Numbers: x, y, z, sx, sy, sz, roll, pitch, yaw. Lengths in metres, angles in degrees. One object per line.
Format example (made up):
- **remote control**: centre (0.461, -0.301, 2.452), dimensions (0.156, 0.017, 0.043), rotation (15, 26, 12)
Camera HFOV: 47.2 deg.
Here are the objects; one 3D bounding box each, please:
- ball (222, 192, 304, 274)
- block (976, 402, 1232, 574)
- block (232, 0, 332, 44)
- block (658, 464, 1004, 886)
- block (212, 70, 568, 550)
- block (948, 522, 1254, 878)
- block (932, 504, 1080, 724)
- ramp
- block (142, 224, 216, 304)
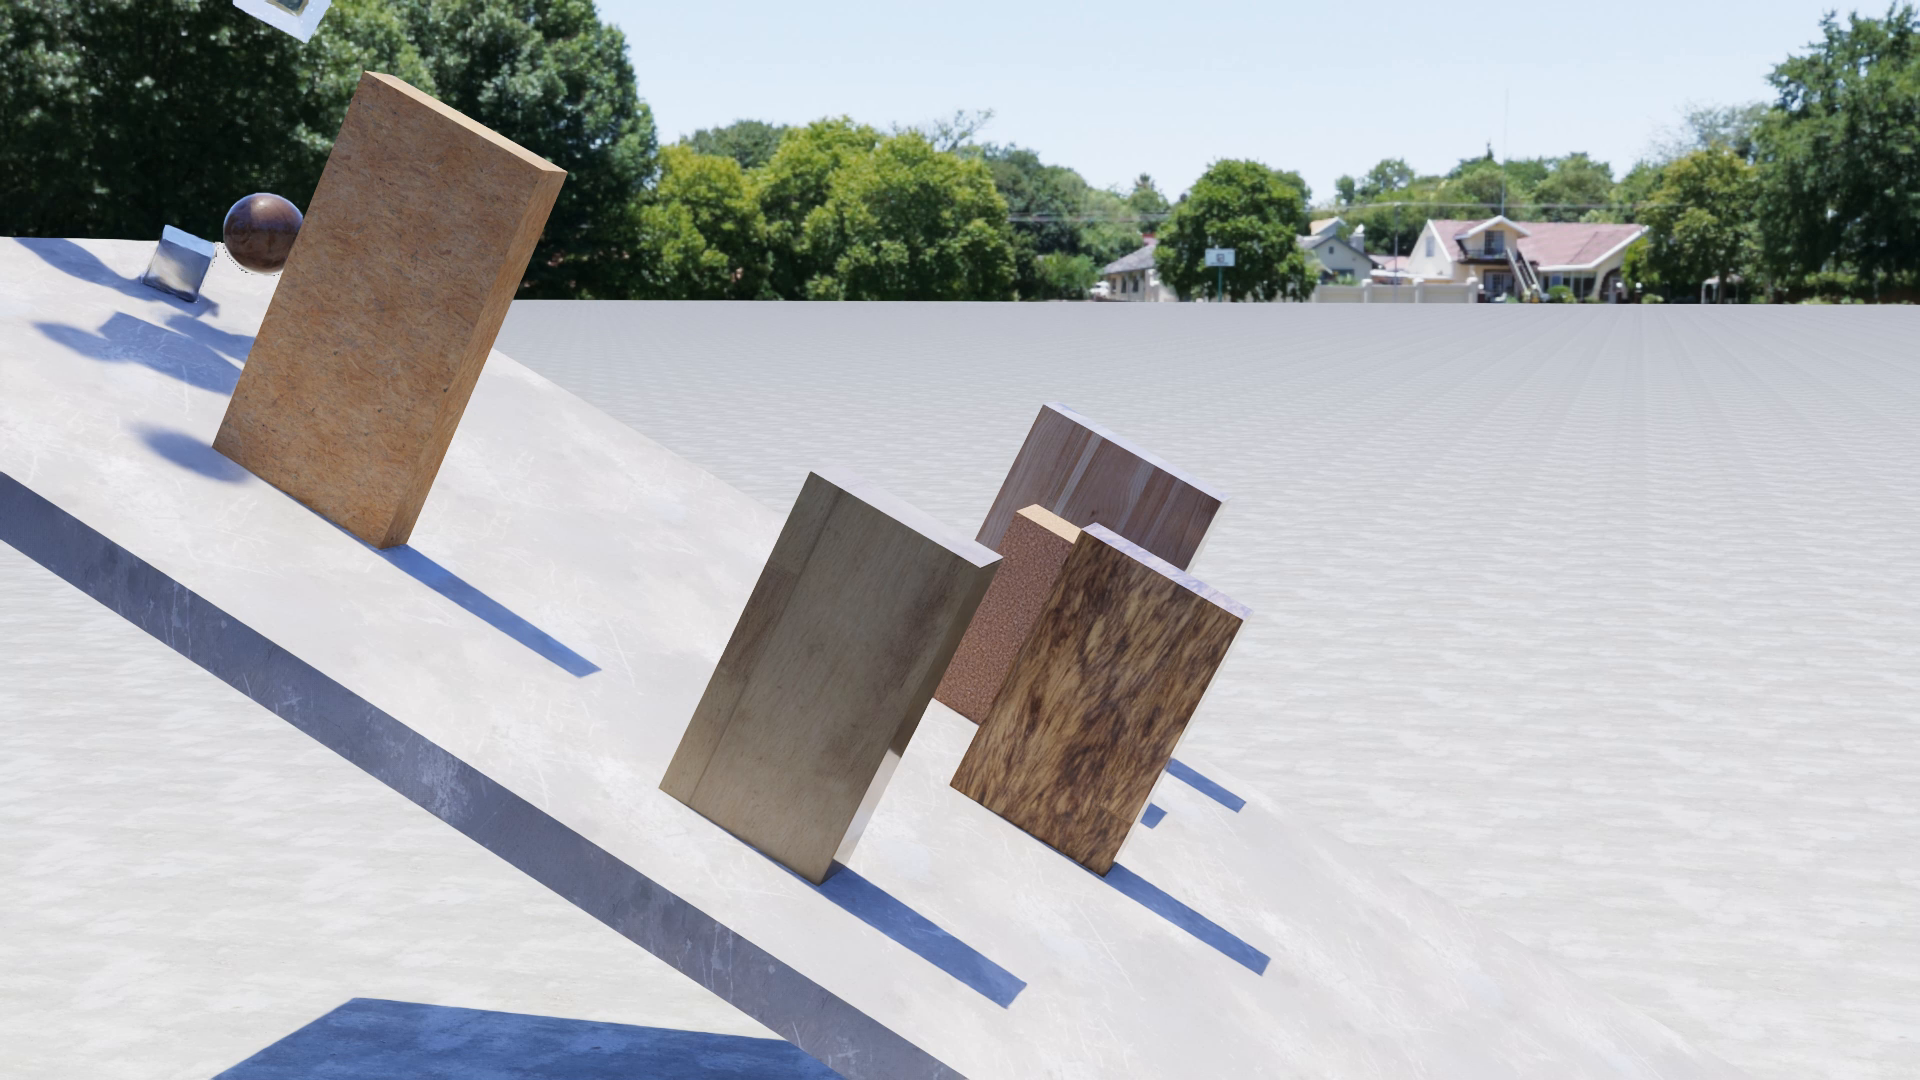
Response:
- **ball**: centre (-1.433, -0.632, 4.537), dimensions (0.167, 0.167, 0.167), rotation (0, 7, 0)
- **block**: centre (0.261, 0.054, 4.848), dimensions (0.443, 0.574, 0.114), rotation (30, 14, 12)
- **block**: centre (-1.300, -1.088, 4.232), dimensions (0.158, 0.158, 0.158), rotation (27, -12, -4)
- **block**: centre (-0.205, 0.209, 3.436), dimensions (0.303, 0.574, 0.127), rotation (30, 14, 12)
- **block**: centre (-1.004, -0.397, 3.845), dimensions (0.376, 0.733, 0.091), rotation (30, 14, 12)
- **block**: centre (0.257, 0.292, 4.034), dimensions (0.333, 0.547, 0.112), rotation (30, 14, 12)
- **block**: centre (0.163, 0.188, 4.493), dimensions (0.284, 0.427, 0.150), rotation (30, 14, 12)
- **ramp**: centre (-0.232, 0.387, 4.153), dimensions (4.000, 0.100, 2.000), rotation (30, 14, 12)
- **block**: centre (-1.647, -0.582, 4.639), dimensions (0.109, 0.109, 0.109), rotation (23, 15, -23)
